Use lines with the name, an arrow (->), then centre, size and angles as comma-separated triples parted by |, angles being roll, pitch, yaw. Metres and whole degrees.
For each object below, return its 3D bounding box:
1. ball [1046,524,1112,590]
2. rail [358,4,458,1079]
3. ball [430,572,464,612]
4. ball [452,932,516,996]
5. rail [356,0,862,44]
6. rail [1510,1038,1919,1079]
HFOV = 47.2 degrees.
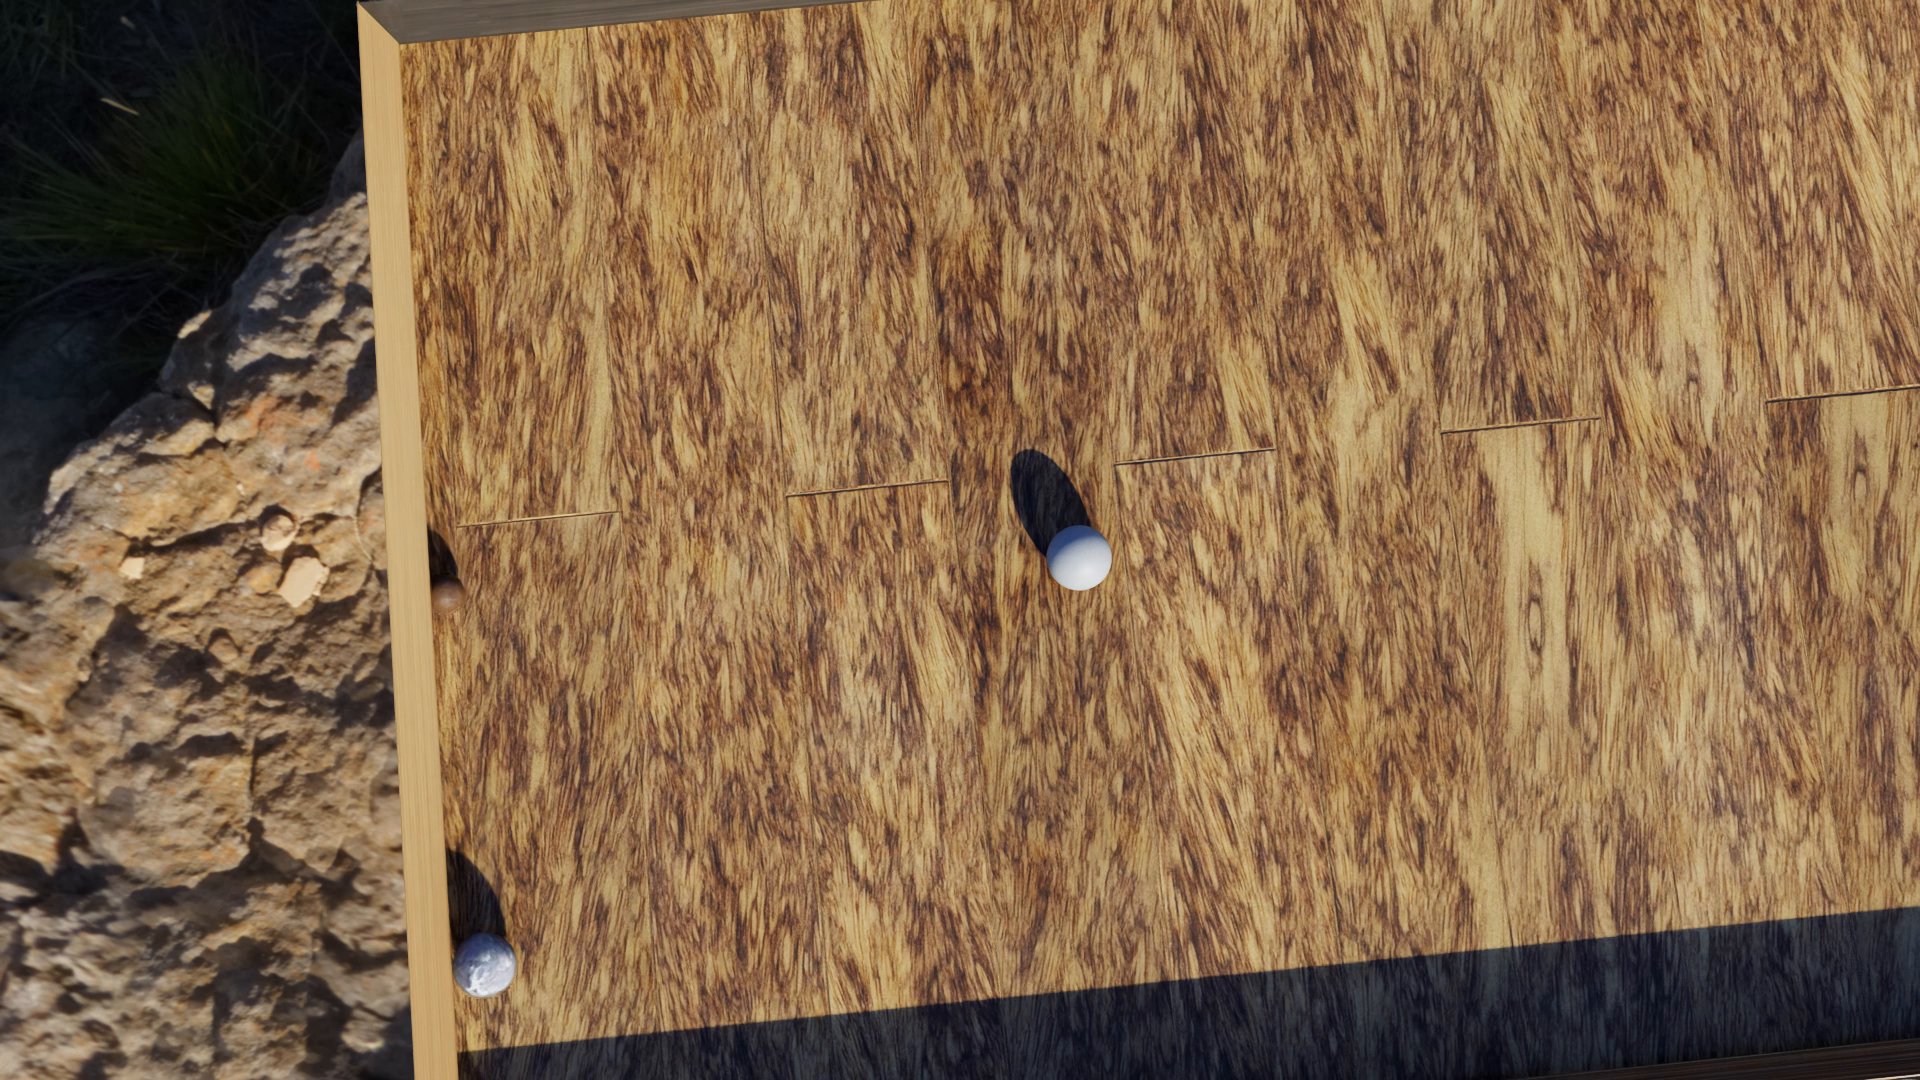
ball -> 0.177, 0.026, 3.265 | 0.097, 0.097, 0.097 | 0, 80, 0
rail -> -0.804, 0.074, 3.241 | 0.045, 0.127, 1.798 | -6, 80, -1
ball -> -0.768, 0.078, 3.276 | 0.058, 0.058, 0.058 | 0, 80, 0
ball -> -0.685, 0.611, 3.165 | 0.091, 0.091, 0.091 | 0, 80, 0
rail -> 0.742, -0.942, 3.419 | 3.325, 0.127, 0.045 | -6, 80, -1
rail -> 0.913, 0.774, 3.118 | 3.325, 0.127, 0.045 | -6, 80, -1
